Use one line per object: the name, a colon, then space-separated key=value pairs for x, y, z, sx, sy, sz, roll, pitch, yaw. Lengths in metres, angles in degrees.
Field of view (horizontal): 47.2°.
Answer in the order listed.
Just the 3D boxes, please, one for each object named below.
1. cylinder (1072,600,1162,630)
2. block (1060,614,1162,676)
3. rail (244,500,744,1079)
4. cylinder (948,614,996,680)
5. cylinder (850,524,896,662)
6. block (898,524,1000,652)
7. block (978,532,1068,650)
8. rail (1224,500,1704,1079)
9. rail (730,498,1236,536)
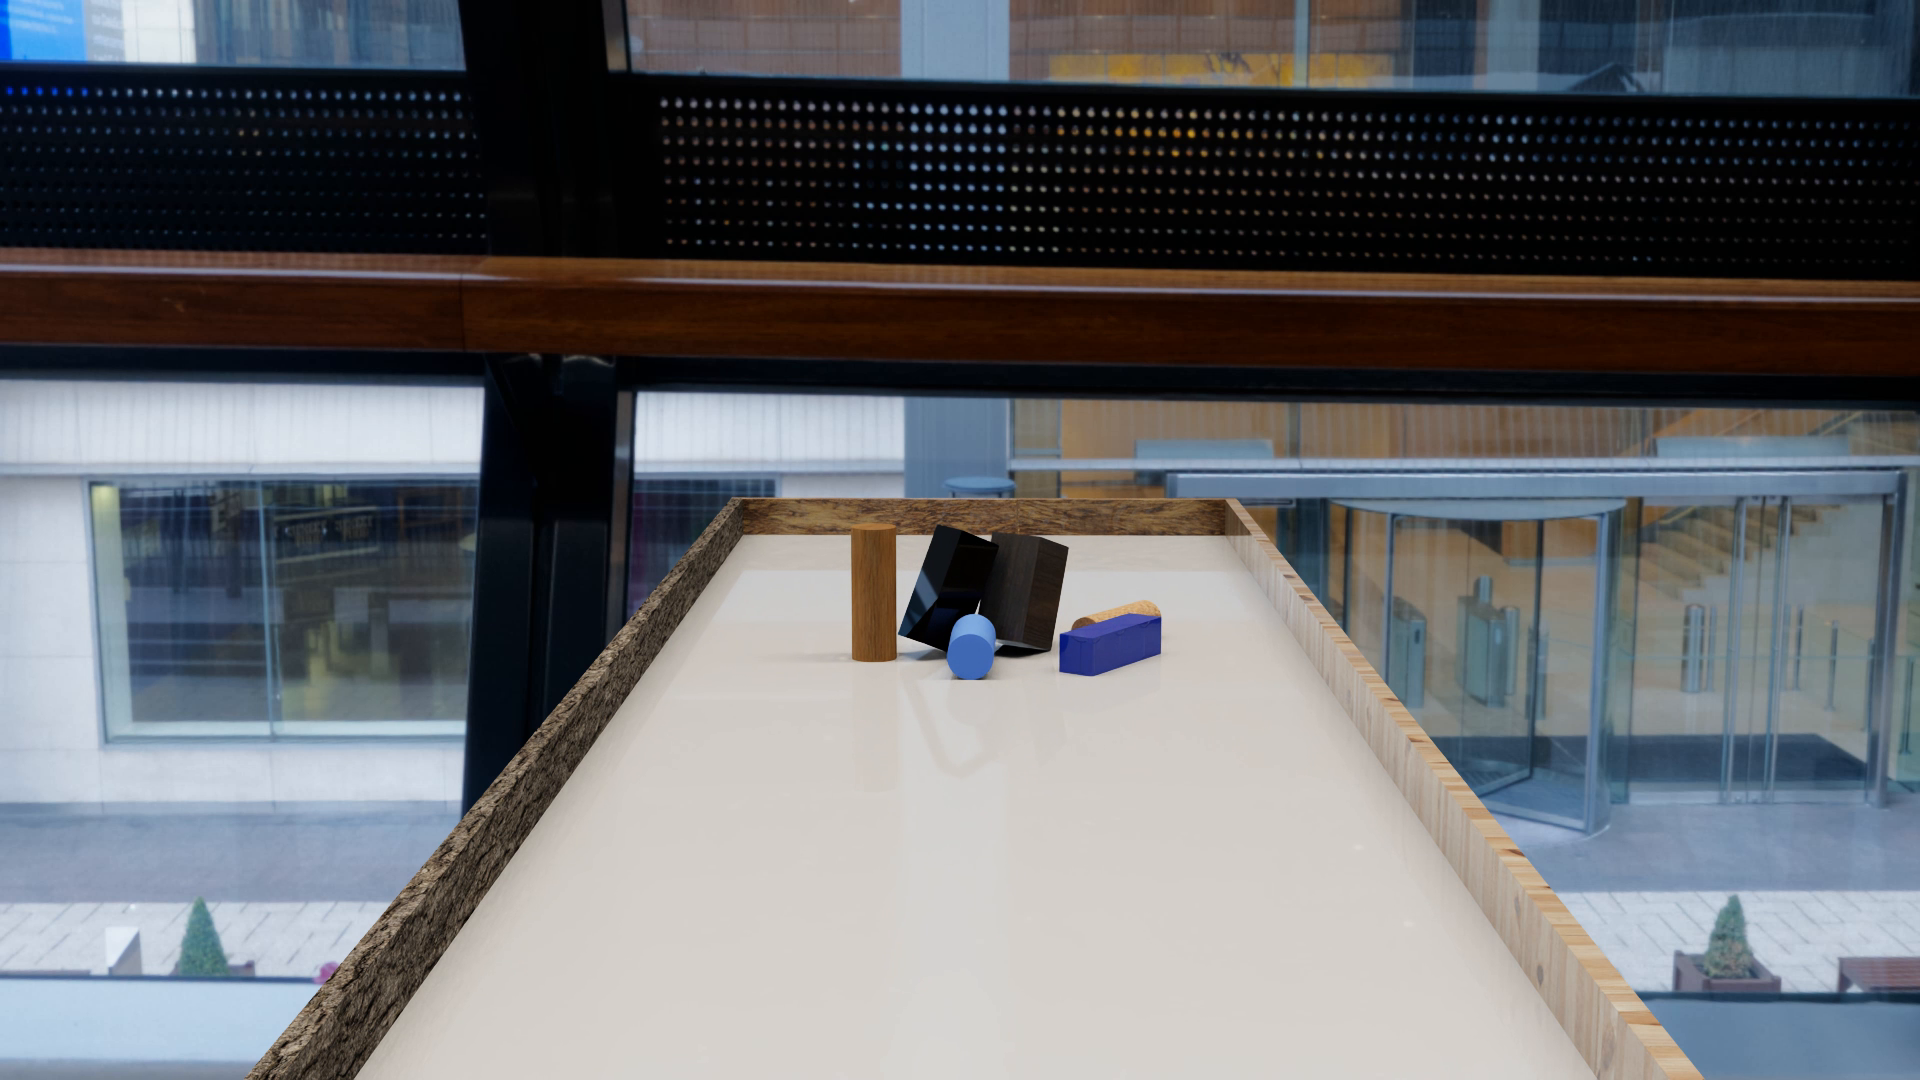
cylinder: x=0.493 y=0.272 z=6.920 sx=0.116 sy=0.116 sz=0.357 roll=6 pitch=11 yaw=35
block: x=0.458 y=0.315 z=6.656 sx=0.115 sy=0.115 sz=0.403 roll=6 pitch=11 yaw=35
rail: x=-1.004 y=0.839 z=3.234 sx=0.050 sy=0.150 sz=12.000 roll=0 pitch=9 yaw=1
cylinder: x=0.036 y=0.318 z=6.567 sx=0.137 sy=0.137 sz=0.307 roll=0 pitch=9 yaw=2
cylinder: x=-0.262 y=0.160 z=6.704 sx=0.138 sy=0.406 sz=0.138 roll=0 pitch=9 yaw=0
block: x=-0.036 y=0.154 z=6.781 sx=0.147 sy=0.364 sz=0.147 roll=22 pitch=-4 yaw=-33
block: x=0.191 y=0.159 z=6.828 sx=0.176 sy=0.329 sz=0.176 roll=6 pitch=-7 yaw=34
rail: x=1.046 y=0.843 z=3.208 sx=0.050 sy=0.150 sz=12.000 roll=0 pitch=9 yaw=1
rail: x=0.099 y=-0.098 z=9.147 sx=2.100 sy=0.150 sz=0.050 roll=0 pitch=9 yaw=1
